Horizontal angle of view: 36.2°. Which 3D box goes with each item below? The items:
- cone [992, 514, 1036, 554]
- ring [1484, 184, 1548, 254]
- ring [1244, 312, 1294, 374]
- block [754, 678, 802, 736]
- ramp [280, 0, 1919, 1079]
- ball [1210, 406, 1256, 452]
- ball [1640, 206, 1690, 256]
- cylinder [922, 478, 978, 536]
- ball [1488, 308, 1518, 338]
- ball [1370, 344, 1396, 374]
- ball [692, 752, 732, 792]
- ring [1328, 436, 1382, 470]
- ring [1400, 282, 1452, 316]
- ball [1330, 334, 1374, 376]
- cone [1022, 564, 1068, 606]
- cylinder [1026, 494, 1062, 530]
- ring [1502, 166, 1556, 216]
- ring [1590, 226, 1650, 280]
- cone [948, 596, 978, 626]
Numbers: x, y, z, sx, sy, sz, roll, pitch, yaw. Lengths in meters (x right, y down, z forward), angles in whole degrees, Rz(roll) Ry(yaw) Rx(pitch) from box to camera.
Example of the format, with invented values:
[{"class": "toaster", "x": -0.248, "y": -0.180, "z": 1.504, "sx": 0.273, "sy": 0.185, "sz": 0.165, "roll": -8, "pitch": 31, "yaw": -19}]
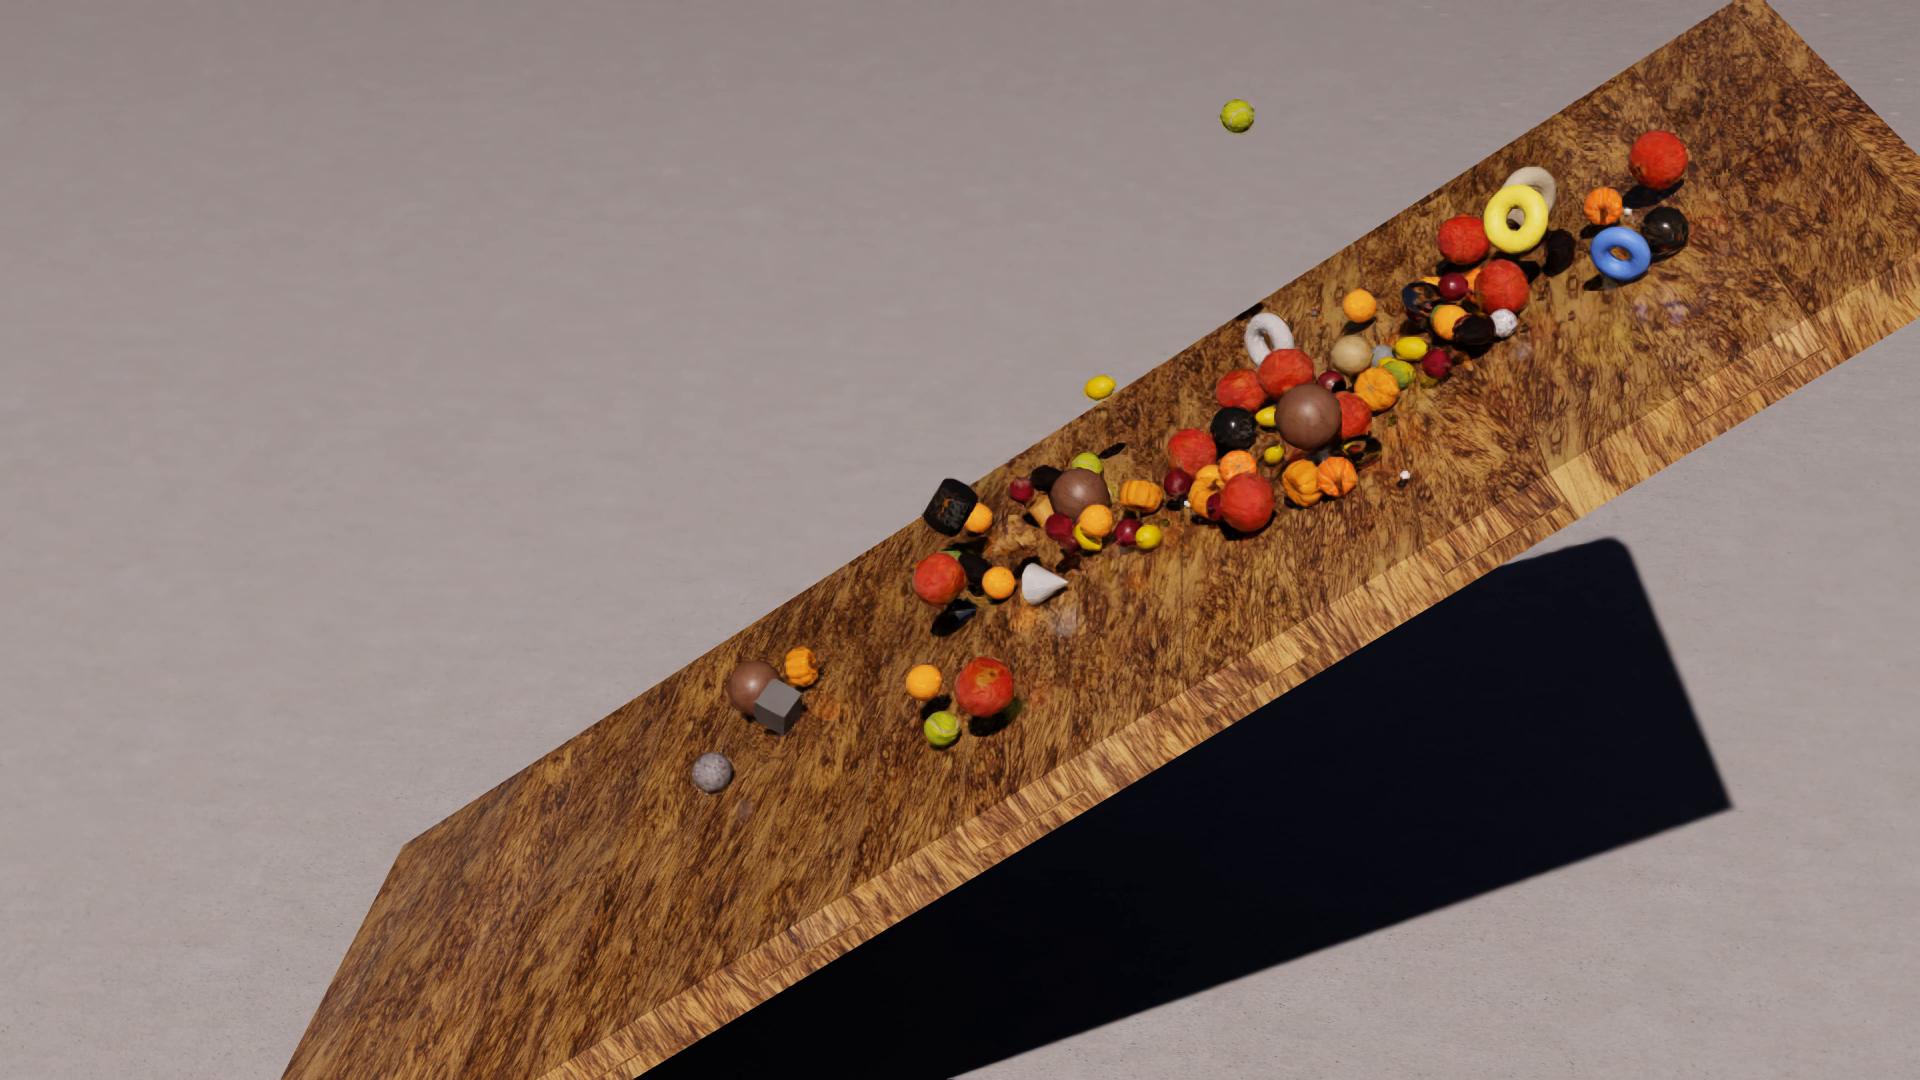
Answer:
[{"class": "cone", "x": 0.099, "y": 0.006, "z": 6.248, "sx": 0.090, "sy": 0.090, "sz": 0.090, "roll": -35, "pitch": 5, "yaw": 28}, {"class": "ring", "x": 1.097, "y": -0.633, "z": 5.808, "sx": 0.138, "sy": 0.138, "sz": 0.046, "roll": 17, "pitch": 8, "yaw": 38}, {"class": "ring", "x": 0.648, "y": -0.412, "z": 6.157, "sx": 0.044, "sy": 0.131, "sz": 0.131, "roll": -19, "pitch": 28, "yaw": -33}, {"class": "block", "x": -0.400, "y": 0.368, "z": 6.484, "sx": 0.076, "sy": 0.076, "sz": 0.076, "roll": 27, "pitch": 58, "yaw": 16}, {"class": "ramp", "x": 0.136, "y": 0.173, "z": 6.305, "sx": 4.000, "sy": 0.100, "sz": 2.000, "roll": -32, "pitch": 16, "yaw": 15}, {"class": "ball", "x": 0.574, "y": -0.234, "z": 6.171, "sx": 0.096, "sy": 0.096, "sz": 0.096, "roll": 0, "pitch": 21, "yaw": 0}, {"class": "ball", "x": 1.335, "y": -0.585, "z": 5.573, "sx": 0.093, "sy": 0.093, "sz": 0.093, "roll": 0, "pitch": 21, "yaw": 0}, {"class": "cylinder", "x": -0.021, "y": -0.072, "z": 6.503, "sx": 0.091, "sy": 0.091, "sz": 0.091, "roll": 25, "pitch": 27, "yaw": -14}, {"class": "ball", "x": 1.062, "y": -0.424, "z": 5.757, "sx": 0.057, "sy": 0.057, "sz": 0.057, "roll": 0, "pitch": 21, "yaw": 0}, {"class": "ball", "x": 0.862, "y": -0.370, "z": 6.014, "sx": 0.059, "sy": 0.059, "sz": 0.059, "roll": 0, "pitch": 21, "yaw": 0}, {"class": "ball", "x": -0.541, "y": 0.508, "z": 6.431, "sx": 0.088, "sy": 0.088, "sz": 0.088, "roll": 0, "pitch": 21, "yaw": 0}, {"class": "ring", "x": 0.754, "y": -0.166, "z": 5.609, "sx": 0.105, "sy": 0.105, "sz": 0.035, "roll": -5, "pitch": 64, "yaw": -12}, {"class": "ring", "x": 0.960, "y": -0.496, "z": 6.055, "sx": 0.108, "sy": 0.036, "sz": 0.108, "roll": 10, "pitch": 33, "yaw": -6}, {"class": "ball", "x": 0.780, "y": -0.367, "z": 5.852, "sx": 0.084, "sy": 0.084, "sz": 0.084, "roll": 0, "pitch": 21, "yaw": 0}, {"class": "cone", "x": 0.190, "y": 0.090, "z": 6.115, "sx": 0.090, "sy": 0.090, "sz": 0.090, "roll": -6, "pitch": 14, "yaw": 38}, {"class": "cylinder", "x": 0.188, "y": -0.063, "z": 6.592, "sx": 0.055, "sy": 0.055, "sz": 0.055, "roll": -35, "pitch": 16, "yaw": 12}, {"class": "ring", "x": 1.153, "y": -0.694, "z": 5.978, "sx": 0.136, "sy": 0.136, "sz": 0.045, "roll": -10, "pitch": 29, "yaw": -25}, {"class": "ring", "x": 1.249, "y": -0.541, "z": 5.561, "sx": 0.116, "sy": 0.116, "sz": 0.039, "roll": 10, "pitch": 46, "yaw": 25}, {"class": "cone", "x": 0.011, "y": 0.149, "z": 6.401, "sx": 0.067, "sy": 0.067, "sz": 0.067, "roll": -10, "pitch": 20, "yaw": 7}]
